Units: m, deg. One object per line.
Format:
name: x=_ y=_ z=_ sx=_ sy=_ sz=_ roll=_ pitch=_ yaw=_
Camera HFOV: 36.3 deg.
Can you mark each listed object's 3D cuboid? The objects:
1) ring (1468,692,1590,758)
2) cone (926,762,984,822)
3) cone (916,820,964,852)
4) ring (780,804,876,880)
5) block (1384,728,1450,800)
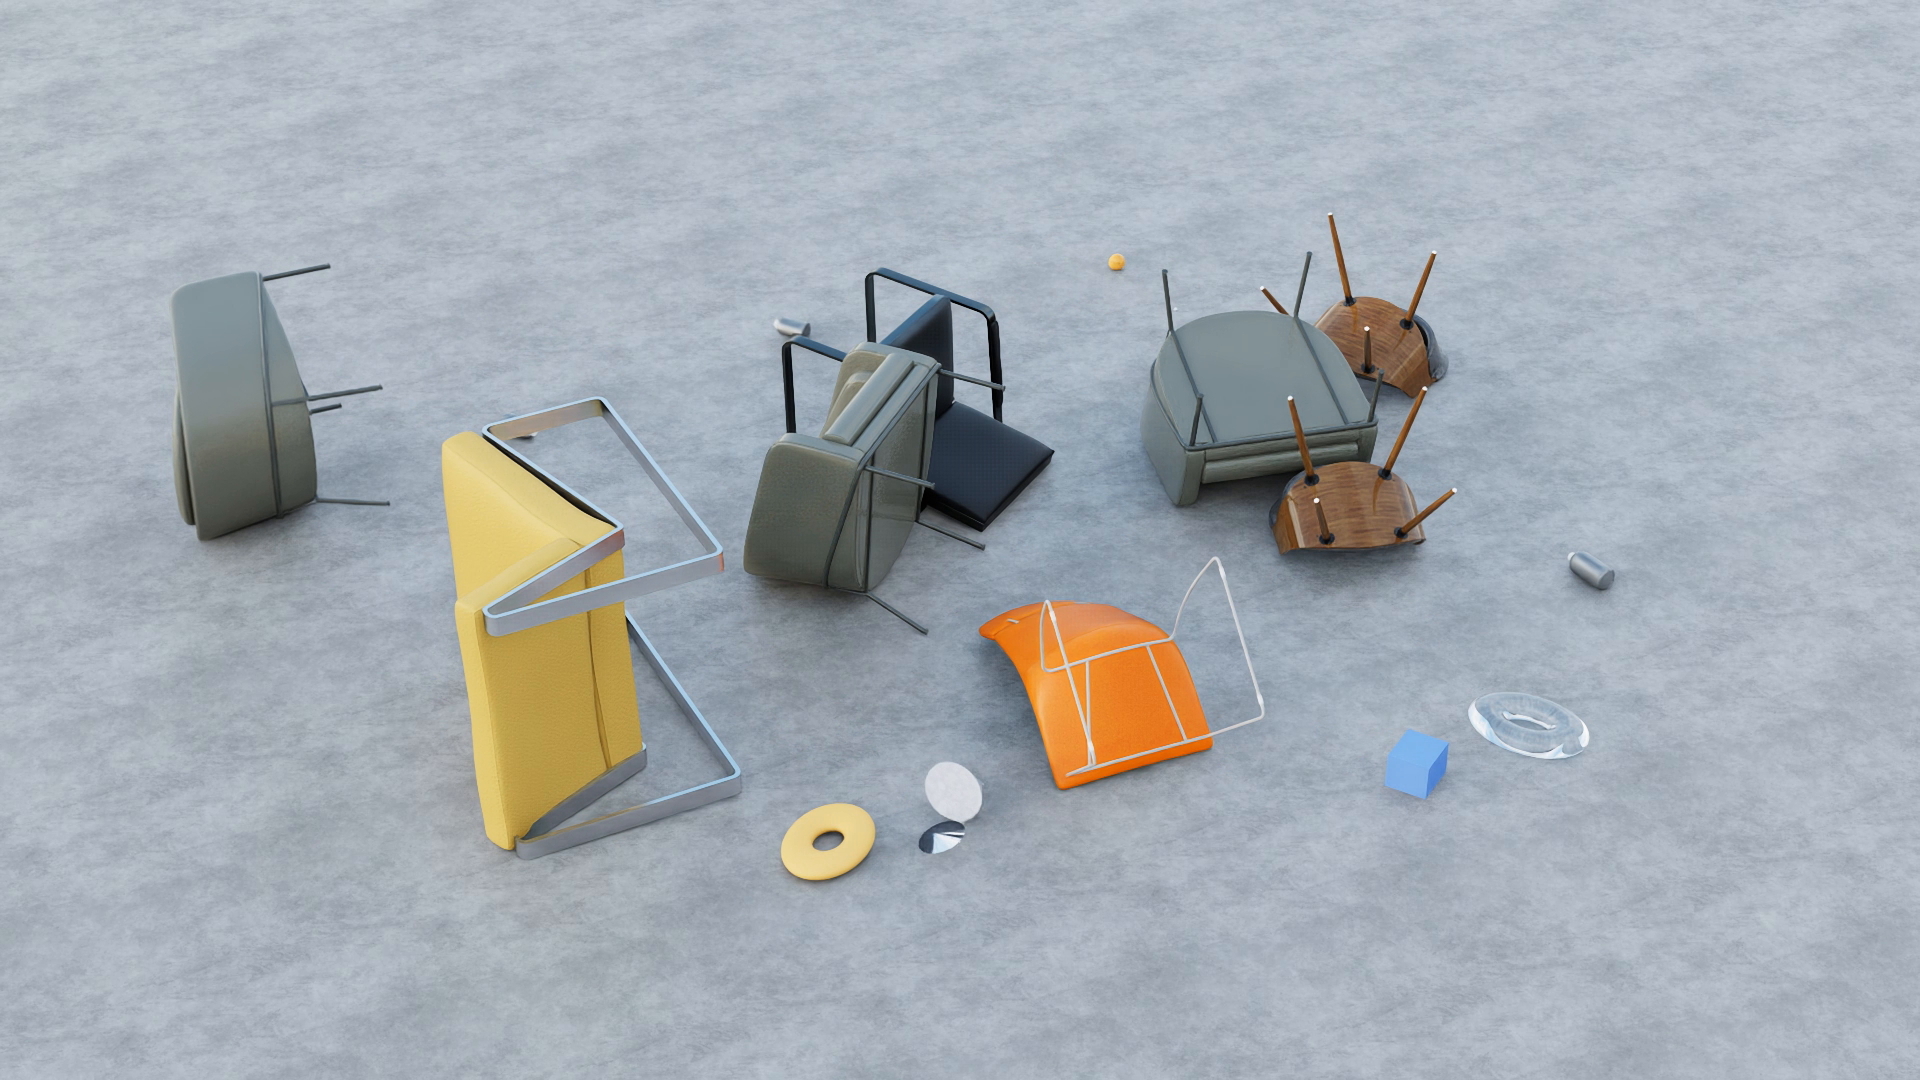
ring: x=1.923 y=0.625 z=9.917 sx=0.422 sy=0.088 sz=0.280 roll=18 pitch=39 yaw=24
cone: x=0.028 y=0.813 z=9.633 sx=0.217 sy=0.183 sz=0.200 roll=33 pitch=19 yaw=23
cone: x=-0.079 y=0.948 z=9.466 sx=0.168 sy=0.094 sz=0.105 roll=-15 pitch=7 yaw=-18
ring: x=-0.423 y=0.967 z=9.419 sx=0.282 sy=0.064 sz=0.380 roll=14 pitch=36 yaw=20
block: x=1.512 y=0.741 z=9.705 sx=0.146 sy=0.126 sz=0.168 roll=18 pitch=38 yaw=25
